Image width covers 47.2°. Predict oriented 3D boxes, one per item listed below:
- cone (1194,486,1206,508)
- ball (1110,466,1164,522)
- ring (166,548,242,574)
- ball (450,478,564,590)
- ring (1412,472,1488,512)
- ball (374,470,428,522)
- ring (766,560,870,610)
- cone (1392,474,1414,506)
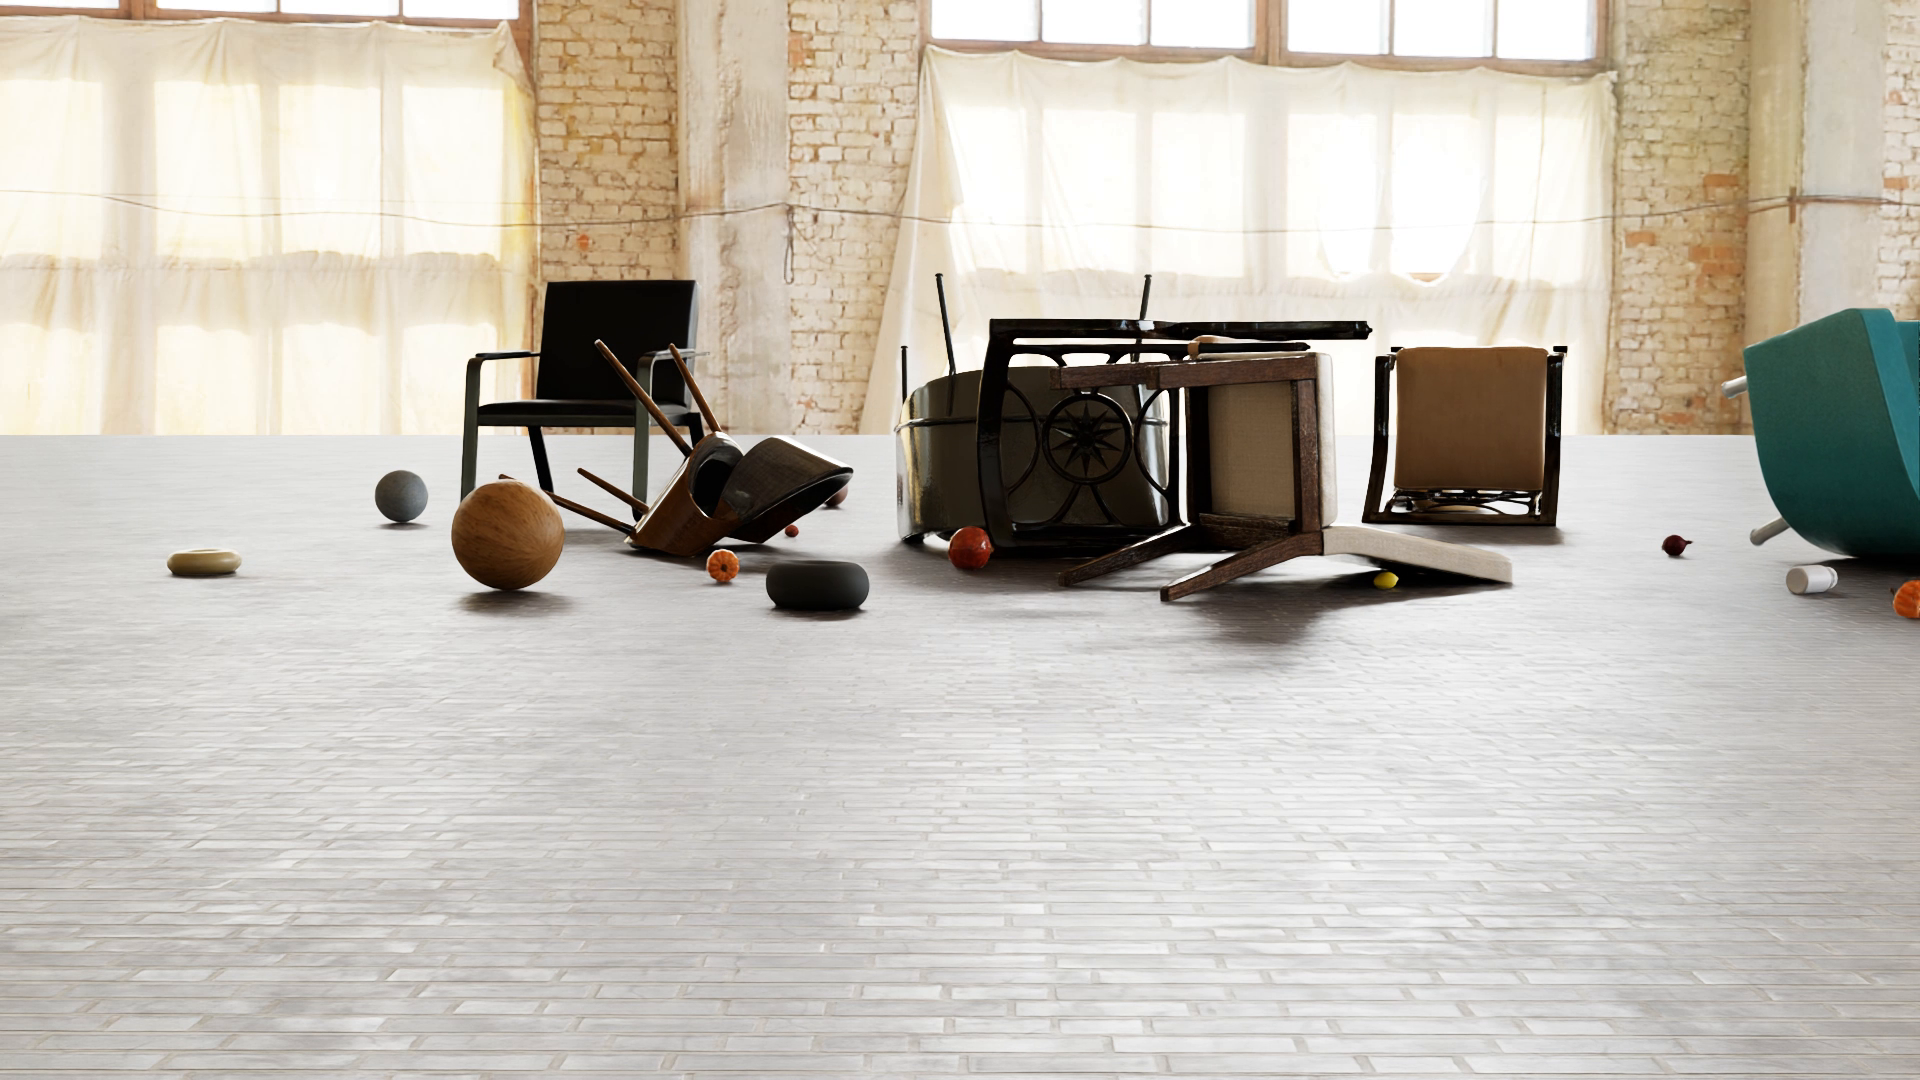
[{"bbox_3d":[0.916,-0.170,8.388,0.058,0.087,0.038,-2,4,-29],"label":"cone"},{"bbox_3d":[0.599,-0.154,7.442,0.185,0.185,0.185,0,4,0],"label":"ball"},{"bbox_3d":[-1.850,0.053,5.382,0.176,0.055,0.171,-1,5,-6],"label":"ring"},{"bbox_3d":[-1.009,-0.012,4.907,0.249,0.249,0.249,0,4,0],"label":"ball"},{"bbox_3d":[1.807,-0.180,8.112,0.435,0.147,0.150,-2,1,-43],"label":"ring"},{"bbox_3d":[-1.882,-0.148,7.411,0.178,0.178,0.178,0,4,0],"label":"ball"},{"bbox_3d":[-0.296,0.092,4.552,0.187,0.092,0.266,-2,3,-38],"label":"ring"},{"bbox_3d":[1.749,-0.159,8.424,0.140,0.136,0.131,26,-21,-22],"label":"cone"}]
